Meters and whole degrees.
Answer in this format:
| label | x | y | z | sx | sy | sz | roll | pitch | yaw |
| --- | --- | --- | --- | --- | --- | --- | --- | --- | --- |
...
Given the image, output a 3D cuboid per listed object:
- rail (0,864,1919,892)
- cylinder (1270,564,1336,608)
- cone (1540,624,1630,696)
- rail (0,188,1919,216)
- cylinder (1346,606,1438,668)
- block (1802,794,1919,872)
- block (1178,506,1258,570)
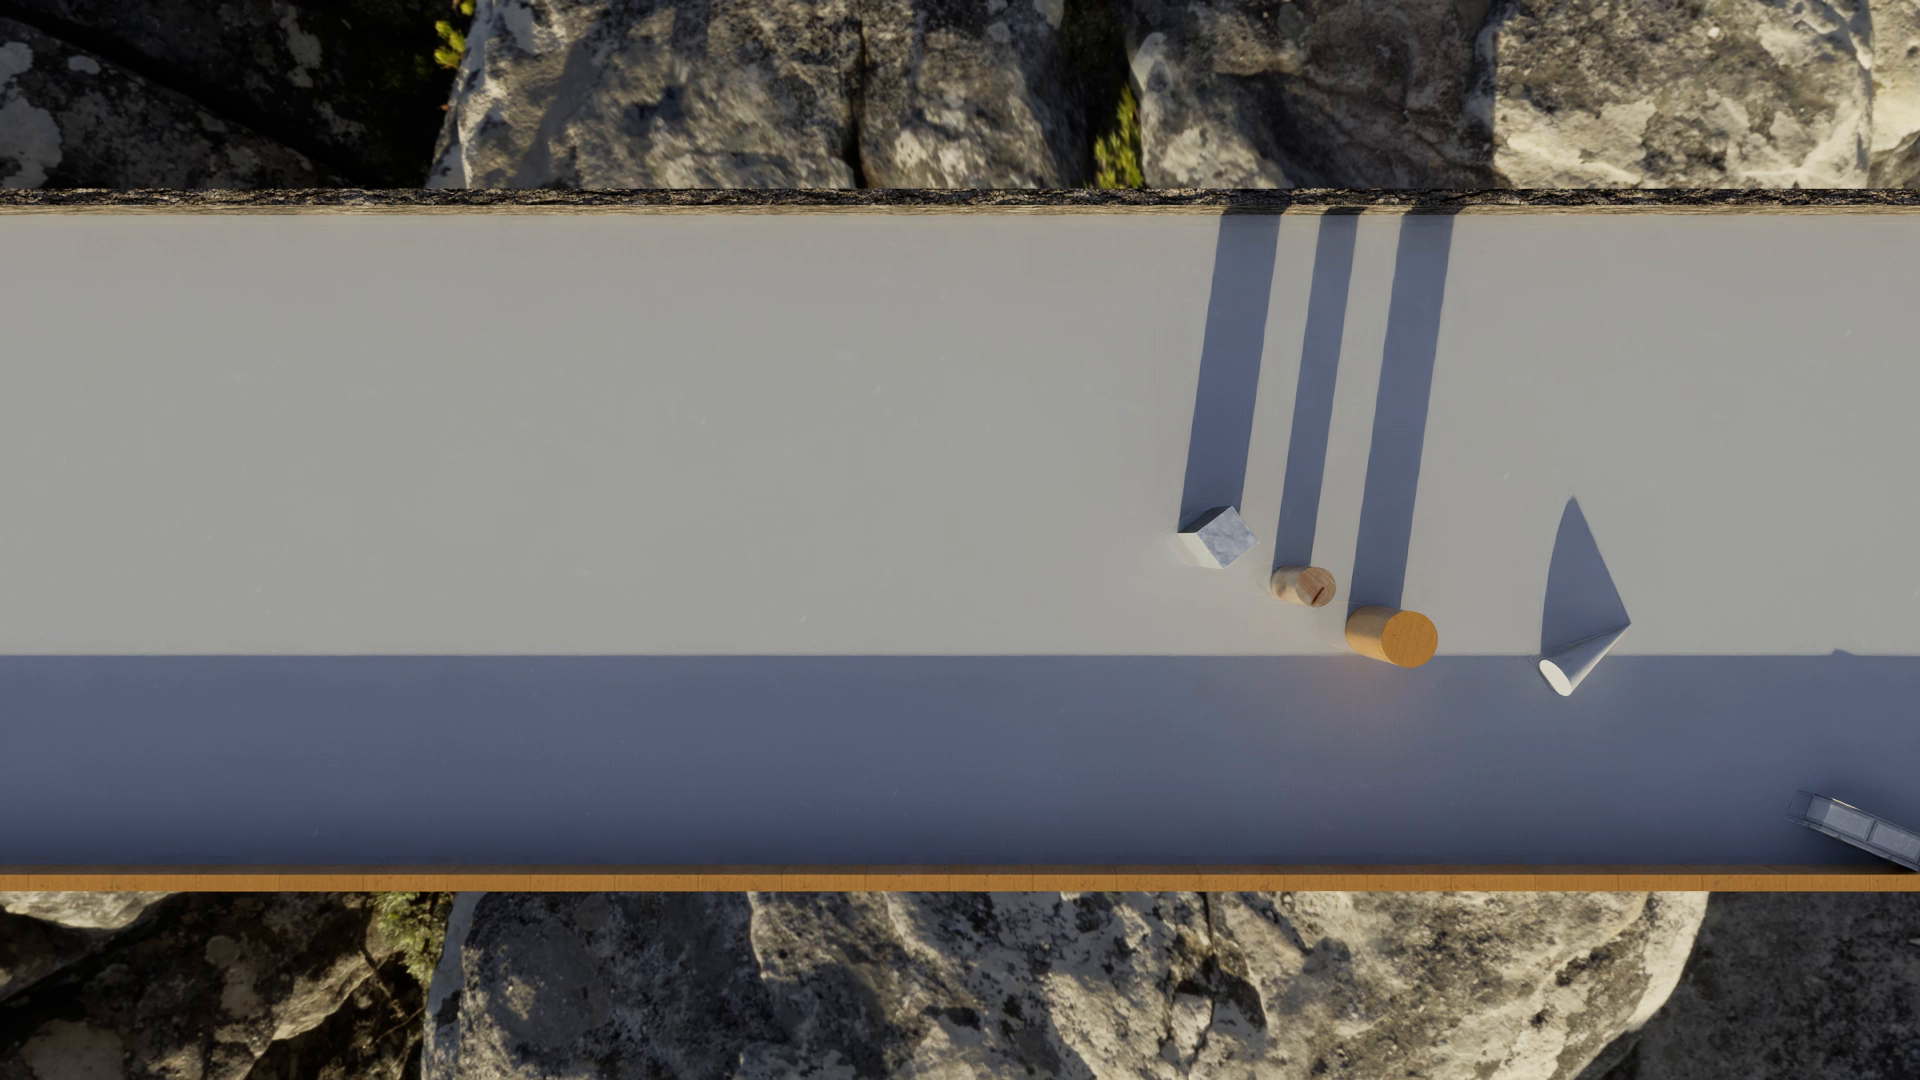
| label | x | y | z | sx | sy | sz | roll | pitch | yaw |
| --- | --- | --- | --- | --- | --- | --- | --- | --- | --- |
| rail | -2.247 | 1.025 | 5.001 | 12.000 | 0.150 | 0.050 | 0 | 90 | 0 |
| cylinder | 1.013 | 0.134 | 4.885 | 0.116 | 0.383 | 0.116 | 0 | 90 | 0 |
| cone | 1.940 | 0.338 | 5.045 | 0.313 | 0.128 | 0.128 | -32 | 90 | -12 |
| rail | -2.247 | -1.025 | 5.002 | 12.000 | 0.150 | 0.050 | 0 | 90 | 0 |
| cylinder | 1.265 | 0.280 | 4.858 | 0.160 | 0.437 | 0.160 | 0 | 90 | 0 |
| block | 2.760 | 0.889 | 5.024 | 0.320 | 0.105 | 0.105 | 23 | 90 | 0 |
| block | 0.759 | -0.008 | 4.877 | 0.129 | 0.399 | 0.129 | -37 | 90 | 0 |
